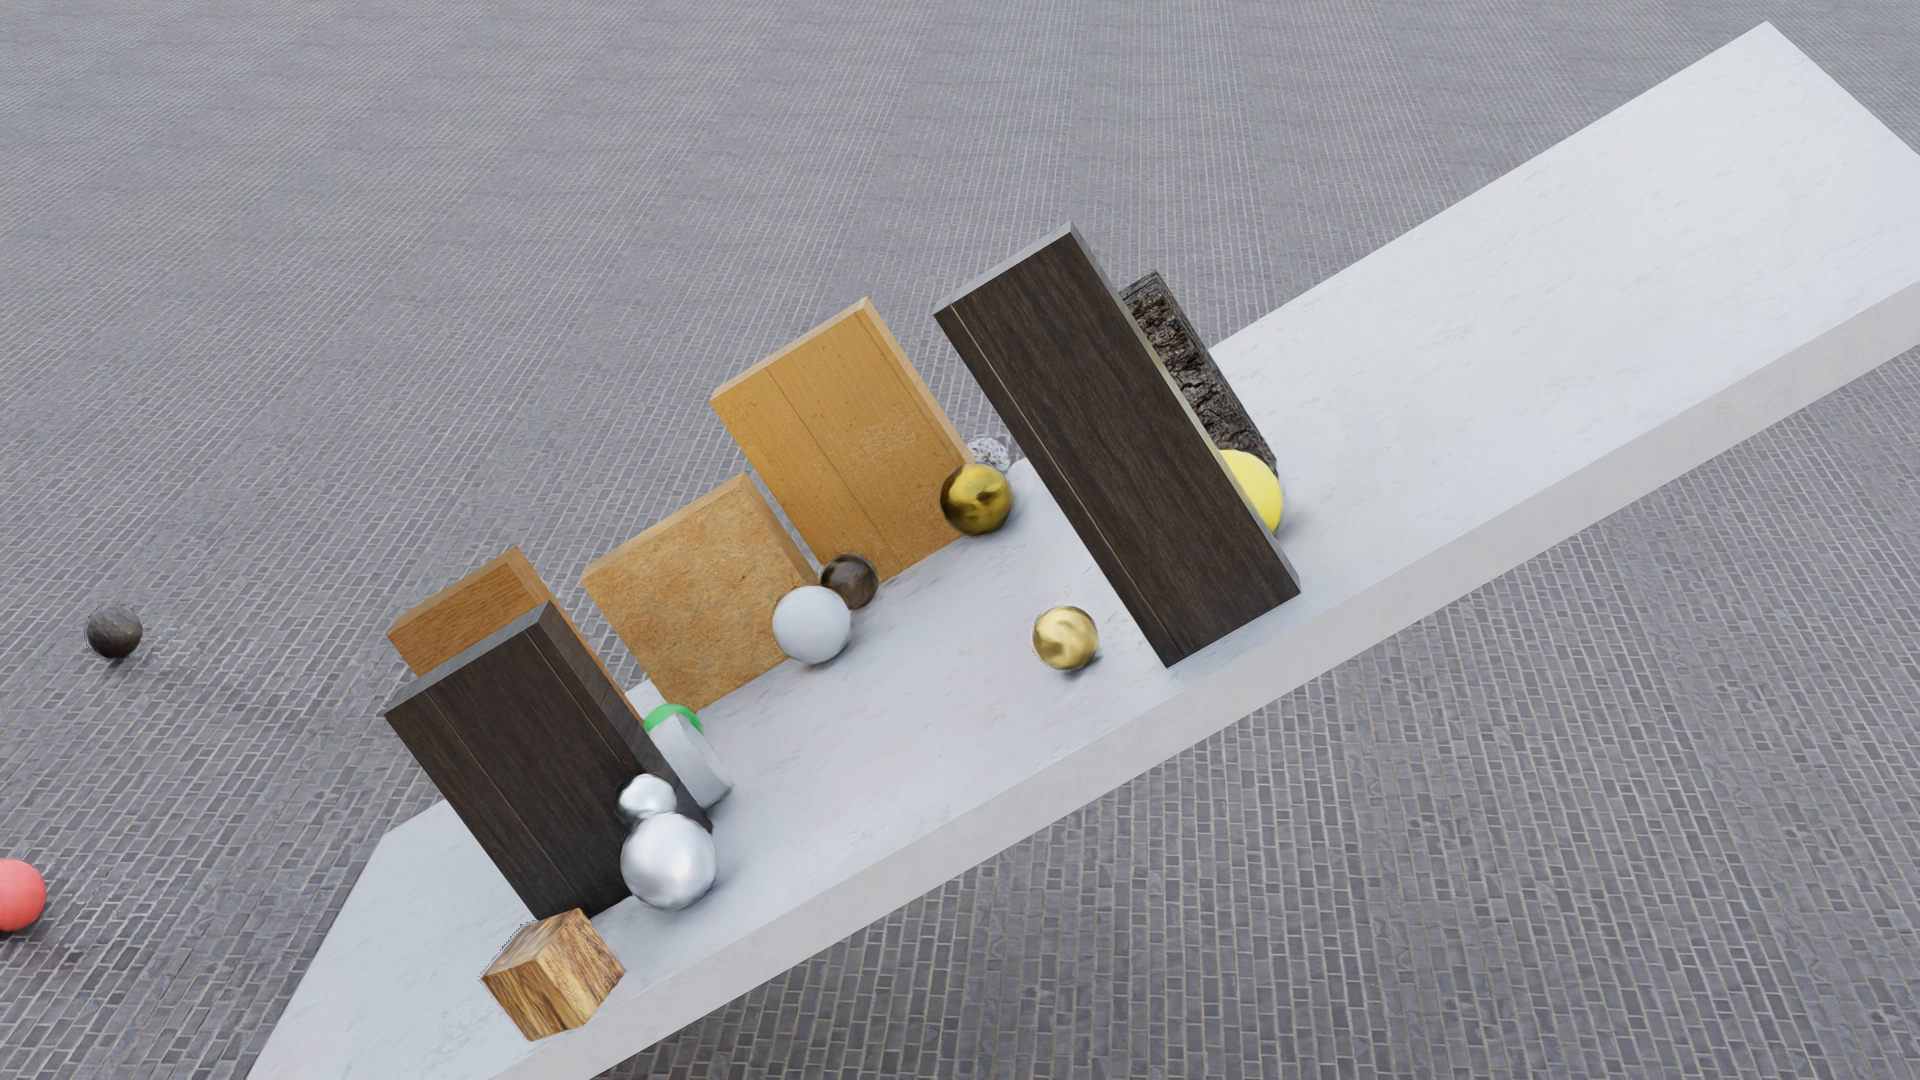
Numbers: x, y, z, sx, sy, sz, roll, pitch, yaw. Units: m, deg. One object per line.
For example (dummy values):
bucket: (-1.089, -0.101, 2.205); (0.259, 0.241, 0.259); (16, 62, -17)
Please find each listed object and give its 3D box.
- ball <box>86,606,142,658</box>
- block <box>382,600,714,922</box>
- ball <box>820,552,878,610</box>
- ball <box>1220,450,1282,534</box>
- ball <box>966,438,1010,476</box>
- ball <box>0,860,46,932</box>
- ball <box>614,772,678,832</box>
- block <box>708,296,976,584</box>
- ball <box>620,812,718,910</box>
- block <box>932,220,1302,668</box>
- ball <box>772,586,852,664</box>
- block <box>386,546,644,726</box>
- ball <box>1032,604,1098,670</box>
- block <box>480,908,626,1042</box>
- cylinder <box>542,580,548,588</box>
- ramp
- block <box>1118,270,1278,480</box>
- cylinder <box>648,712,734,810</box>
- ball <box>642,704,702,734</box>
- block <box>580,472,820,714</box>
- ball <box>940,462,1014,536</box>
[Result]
ball: (-2.596, 0.282, 9.034); (0.164, 0.164, 0.164); (0, 20, 0)
block: (-0.841, 0.476, 6.045); (0.389, 0.596, 0.126); (-30, 15, 13)
ball: (-0.260, 0.097, 6.901); (0.137, 0.137, 0.137); (0, 20, 0)
ball: (0.517, -0.071, 5.656); (0.206, 0.206, 0.206); (0, 20, 0)
ball: (0.059, -0.184, 7.128); (0.127, 0.127, 0.127); (0, 20, 0)
ball: (-2.375, 0.887, 7.346); (0.179, 0.179, 0.179); (0, 20, 0)
ball: (-0.630, 0.529, 5.890); (0.126, 0.126, 0.126); (0, 20, 0)
block: (-0.243, -0.209, 6.936); (0.432, 0.591, 0.100); (-30, 15, 13)
ball: (-0.572, 0.632, 5.783); (0.190, 0.190, 0.190); (0, 20, 0)
block: (0.288, -0.165, 5.297); (0.285, 0.790, 0.088); (-30, 15, 13)
ball: (-0.336, 0.192, 6.685); (0.178, 0.178, 0.178); (0, 20, 0)
block: (-0.978, 0.356, 6.682); (0.336, 0.608, 0.110); (-30, 15, 13)
ball: (0.203, 0.188, 5.663); (0.127, 0.127, 0.127); (0, 20, 0)
block: (-0.779, 0.834, 5.642); (0.161, 0.161, 0.161); (-23, 19, 37)
cylinder: (-1.383, 0.221, 9.175); (0.179, 0.179, 0.179); (-11, 23, -27)
ramp: (0.140, 0.170, 6.293); (4.000, 0.100, 2.000); (-30, 15, 13)
block: (0.380, -0.253, 5.997); (0.337, 0.471, 0.141); (-30, 15, 13)
cylinder: (-0.623, 0.505, 6.240); (0.204, 0.204, 0.204); (-37, 23, 1)
ball: (-0.654, 0.439, 6.659); (0.138, 0.138, 0.138); (0, 20, 0)
block: (-0.582, 0.134, 6.916); (0.450, 0.417, 0.112); (-30, 15, 13)
ball: (0.039, -0.095, 6.810); (0.169, 0.169, 0.169); (0, 20, 0)
